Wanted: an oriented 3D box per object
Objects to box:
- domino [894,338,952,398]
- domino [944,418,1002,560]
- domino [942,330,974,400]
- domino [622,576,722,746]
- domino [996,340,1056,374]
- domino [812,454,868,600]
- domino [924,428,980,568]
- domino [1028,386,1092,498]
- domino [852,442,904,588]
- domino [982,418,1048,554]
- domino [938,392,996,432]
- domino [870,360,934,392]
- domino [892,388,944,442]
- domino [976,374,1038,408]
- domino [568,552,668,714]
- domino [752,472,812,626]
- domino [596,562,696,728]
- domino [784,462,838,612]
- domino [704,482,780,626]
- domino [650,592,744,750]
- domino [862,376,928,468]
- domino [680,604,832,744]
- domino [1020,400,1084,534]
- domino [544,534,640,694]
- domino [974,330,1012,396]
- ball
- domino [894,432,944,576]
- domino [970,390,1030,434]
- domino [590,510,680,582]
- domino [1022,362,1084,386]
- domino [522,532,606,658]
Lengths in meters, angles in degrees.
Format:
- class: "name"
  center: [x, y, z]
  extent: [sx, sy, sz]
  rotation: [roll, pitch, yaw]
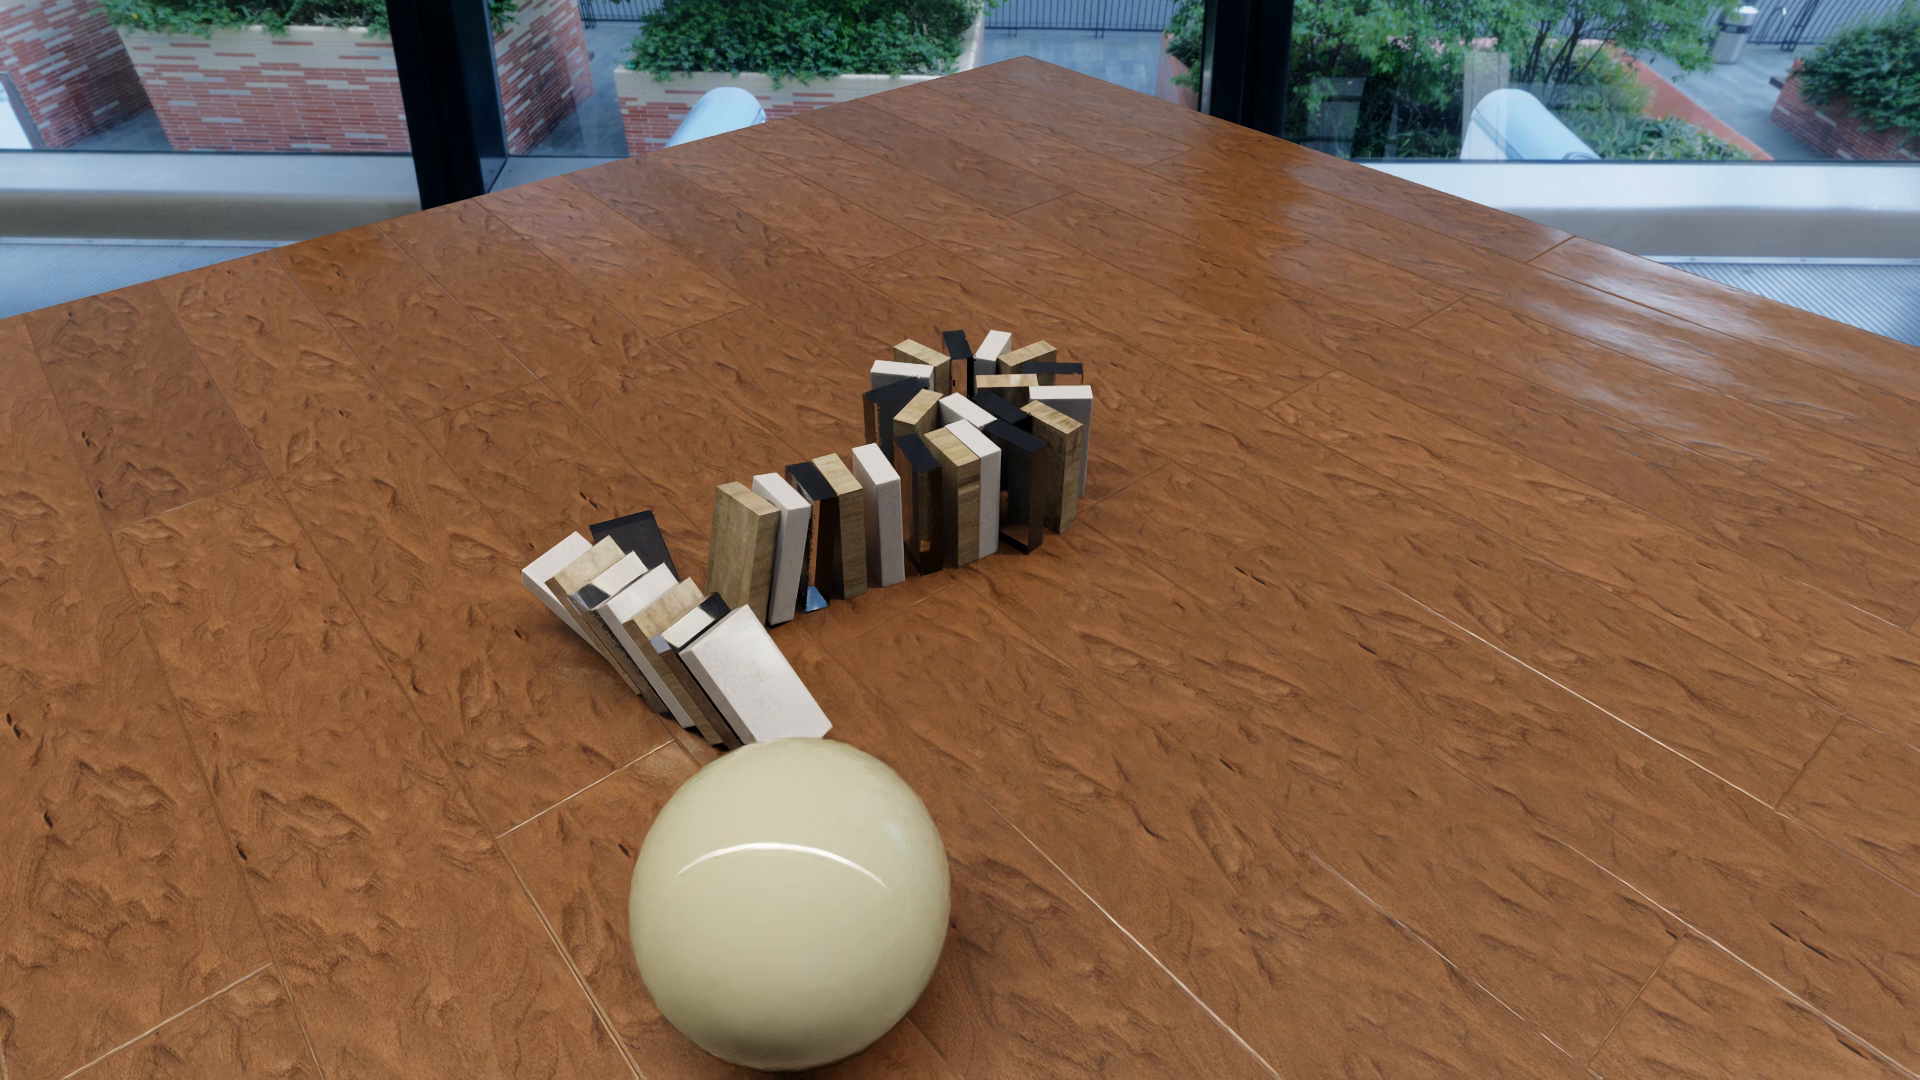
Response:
- class: "domino"
  center: [-0.016, -0.061, 0.486]
  extent: [0.025, 0.050, 0.010]
  rotation: [29, 48, 31]
- class: "domino"
  center: [0.005, -0.020, 0.436]
  extent: [0.010, 0.050, 0.025]
  rotation: [-22, 44, -25]
- class: "domino"
  center: [-0.001, -0.065, 0.491]
  extent: [0.010, 0.050, 0.025]
  rotation: [-7, 40, -8]
- class: "domino"
  center: [-0.087, 0.040, 0.367]
  extent: [0.009, 0.050, 0.025]
  rotation: [-21, 16, 48]
- class: "domino"
  center: [0.029, -0.061, 0.485]
  extent: [0.025, 0.050, 0.009]
  rotation: [-24, 45, -27]
- class: "domino"
  center: [-0.045, -0.005, 0.417]
  extent: [0.010, 0.050, 0.025]
  rotation: [-18, 43, -22]
- class: "domino"
  center: [-0.003, -0.016, 0.431]
  extent: [0.010, 0.050, 0.025]
  rotation: [-22, 44, -24]
- class: "domino"
  center: [0.041, -0.041, 0.461]
  extent: [0.025, 0.050, 0.010]
  rotation: [-1, 39, -1]
- class: "domino"
  center: [-0.031, -0.009, 0.423]
  extent: [0.010, 0.050, 0.025]
  rotation: [-16, 42, -19]
- class: "domino"
  center: [0.021, -0.021, 0.437]
  extent: [0.025, 0.050, 0.010]
  rotation: [30, 48, 31]
- class: "domino"
  center: [0.003, -0.032, 0.451]
  extent: [0.009, 0.050, 0.025]
  rotation: [-27, 46, -29]
- class: "domino"
  center: [-0.024, -0.052, 0.475]
  extent: [0.025, 0.050, 0.009]
  rotation: [7, 40, 8]
- class: "domino"
  center: [-0.017, -0.034, 0.453]
  extent: [0.009, 0.050, 0.025]
  rotation: [17, 42, 20]
- class: "domino"
  center: [0.019, -0.046, 0.468]
  extent: [0.025, 0.050, 0.010]
  rotation: [-2, 39, -2]
- class: "domino"
  center: [-0.108, 0.032, 0.377]
  extent: [0.009, 0.050, 0.025]
  rotation: [-21, 18, 48]
- class: "domino"
  center: [-0.069, 0.003, 0.407]
  extent: [0.010, 0.050, 0.025]
  rotation: [-12, 39, -38]
- class: "domino"
  center: [-0.097, 0.036, 0.372]
  extent: [0.009, 0.050, 0.025]
  rotation: [-21, 16, 48]
- class: "domino"
  center: [-0.057, -0.001, 0.412]
  extent: [0.010, 0.050, 0.025]
  rotation: [-13, 40, -29]
- class: "domino"
  center: [-0.080, 0.007, 0.403]
  extent: [0.025, 0.050, 0.009]
  rotation: [31, 32, 32]
- class: "domino"
  center: [-0.076, 0.045, 0.361]
  extent: [0.010, 0.050, 0.025]
  rotation: [-21, 16, 48]
- class: "domino"
  center: [-0.026, -0.042, 0.462]
  extent: [0.025, 0.050, 0.010]
  rotation: [-22, 44, -25]
- class: "domino"
  center: [-0.066, 0.049, 0.356]
  extent: [0.009, 0.050, 0.025]
  rotation: [-20, 17, 49]
- class: "domino"
  center: [0.036, -0.029, 0.447]
  extent: [0.010, 0.050, 0.025]
  rotation: [-32, 49, -33]
- class: "domino"
  center: [-0.118, 0.026, 0.384]
  extent: [0.010, 0.050, 0.025]
  rotation: [-21, 19, 48]
- class: "domino"
  center: [0.014, -0.065, 0.491]
  extent: [0.009, 0.050, 0.025]
  rotation: [12, 41, 14]
- class: "ball"
  center: [-0.042, 0.090, 0.278]
  extent: [0.080, 0.080, 0.080]
  rotation: [0, 39, 0]
- class: "domino"
  center: [-0.016, -0.013, 0.428]
  extent: [0.010, 0.050, 0.025]
  rotation: [-16, 42, -18]
- class: "domino"
  center: [0.016, -0.034, 0.453]
  extent: [0.010, 0.050, 0.025]
  rotation: [-27, 47, -29]
- class: "domino"
  center: [-0.128, 0.009, 0.433]
  extent: [0.025, 0.009, 0.050]
  rotation: [-17, 42, -19]
- class: "domino"
  center: [0.039, -0.053, 0.476]
  extent: [0.025, 0.050, 0.010]
  rotation: [2, 39, 2]
- class: "domino"
  center: [-0.131, 0.022, 0.399]
  extent: [0.050, 0.010, 0.025]
  rotation: [40, 52, 6]
